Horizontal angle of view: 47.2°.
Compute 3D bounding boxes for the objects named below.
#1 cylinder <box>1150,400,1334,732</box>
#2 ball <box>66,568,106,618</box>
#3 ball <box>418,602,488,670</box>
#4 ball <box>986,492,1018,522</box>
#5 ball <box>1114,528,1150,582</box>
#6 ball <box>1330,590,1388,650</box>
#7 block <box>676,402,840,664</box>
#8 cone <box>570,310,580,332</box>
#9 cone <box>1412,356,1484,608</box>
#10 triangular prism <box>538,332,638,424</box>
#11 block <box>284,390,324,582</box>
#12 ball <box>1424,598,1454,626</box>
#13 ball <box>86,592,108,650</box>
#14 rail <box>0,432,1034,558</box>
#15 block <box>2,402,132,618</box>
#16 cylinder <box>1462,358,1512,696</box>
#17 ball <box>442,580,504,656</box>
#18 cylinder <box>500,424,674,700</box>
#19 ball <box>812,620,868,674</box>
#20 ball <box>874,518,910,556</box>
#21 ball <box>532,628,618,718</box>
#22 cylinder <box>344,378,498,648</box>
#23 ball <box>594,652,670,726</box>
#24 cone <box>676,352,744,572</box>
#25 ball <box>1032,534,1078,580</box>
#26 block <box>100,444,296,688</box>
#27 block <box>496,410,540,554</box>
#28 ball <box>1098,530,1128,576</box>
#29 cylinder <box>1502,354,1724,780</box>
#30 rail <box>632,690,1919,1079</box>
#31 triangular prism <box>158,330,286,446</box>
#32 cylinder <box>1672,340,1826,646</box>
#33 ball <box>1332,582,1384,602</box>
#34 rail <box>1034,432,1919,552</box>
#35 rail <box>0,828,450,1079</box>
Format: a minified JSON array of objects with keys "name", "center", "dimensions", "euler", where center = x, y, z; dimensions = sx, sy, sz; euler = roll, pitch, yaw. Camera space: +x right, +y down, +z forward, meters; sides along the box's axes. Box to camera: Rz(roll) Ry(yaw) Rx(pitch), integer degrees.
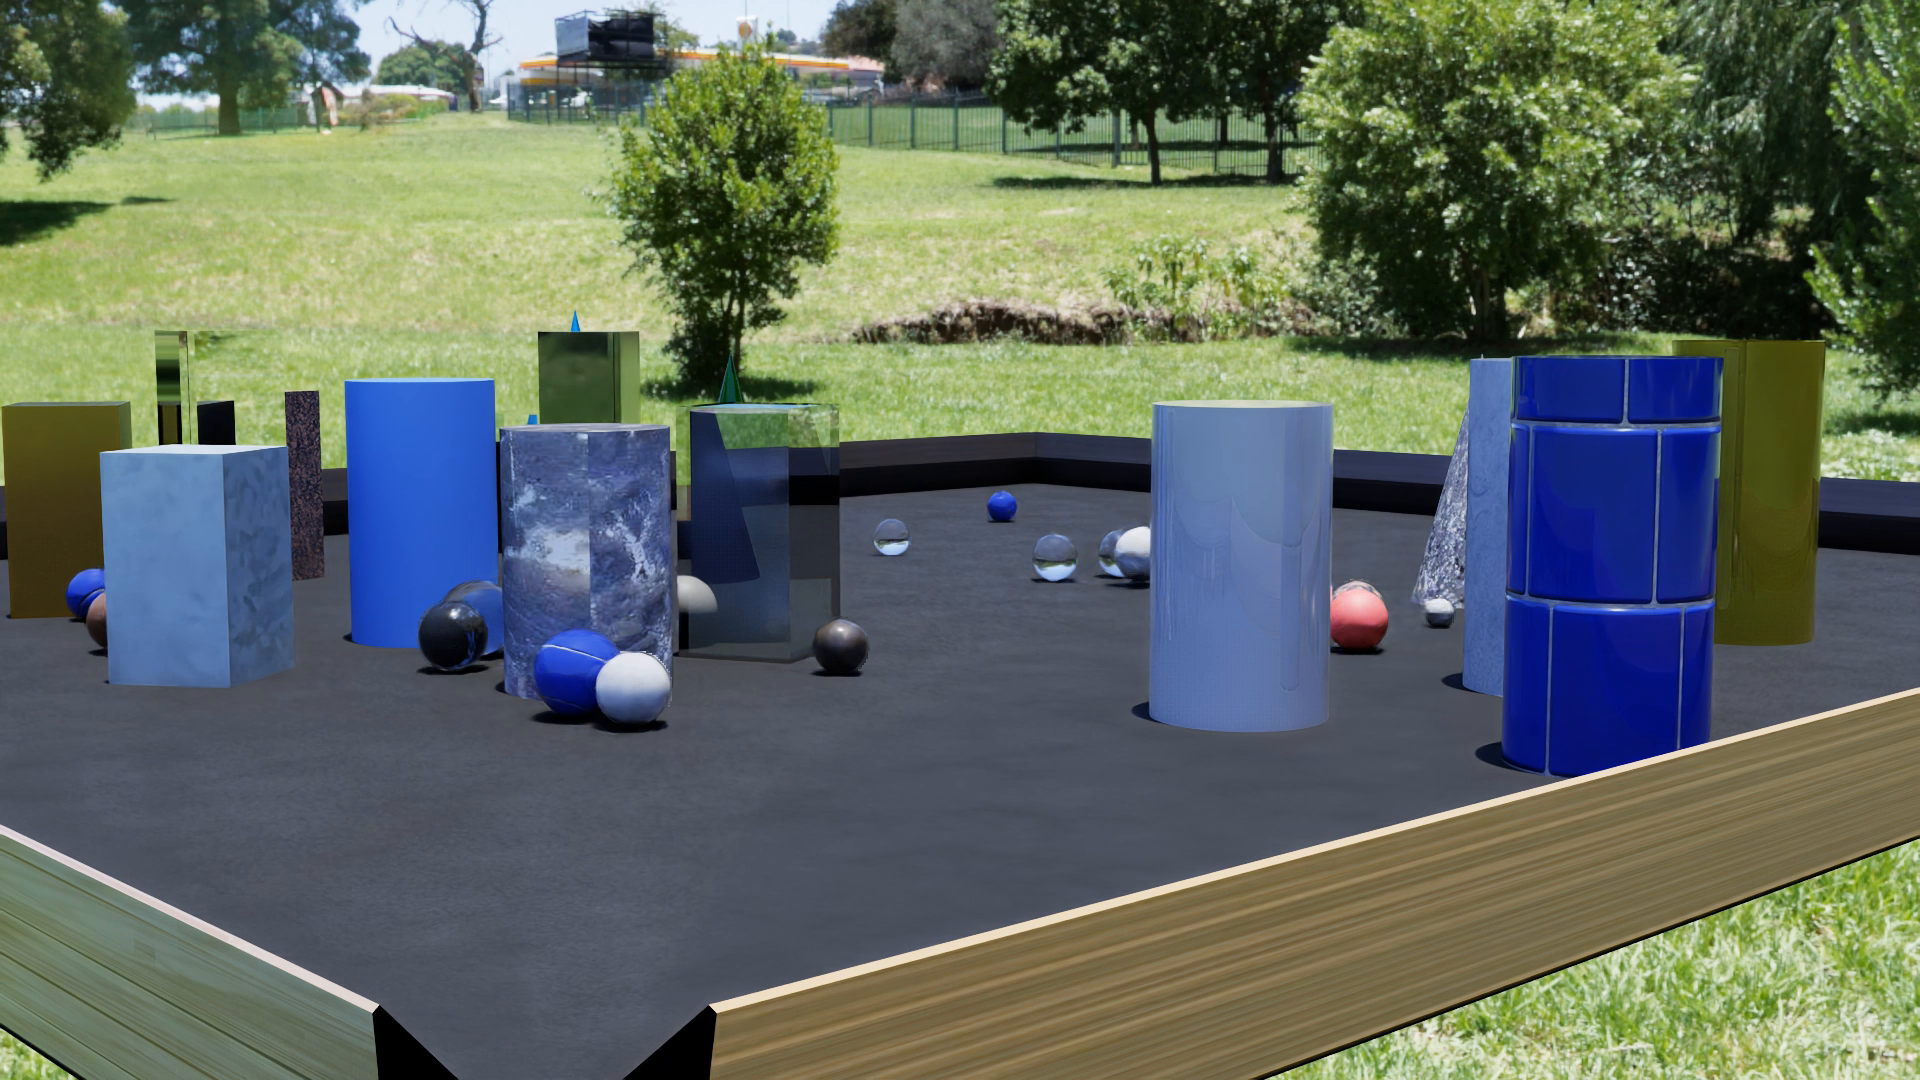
[{"name":"cylinder","center":[0.307,0.022,2.409],"dimensions":[0.197,0.344,0.197],"euler":[0,6,0]},{"name":"ball","center":[-1.249,0.078,3.171],"dimensions":[0.074,0.074,0.074],"euler":[0,6,0]},{"name":"ball","center":[-0.629,0.119,2.730],"dimensions":[0.085,0.085,0.085],"euler":[0,6,0]},{"name":"ball","center":[0.089,-0.070,4.642],"dimensions":[0.065,0.065,0.065],"euler":[0,6,0]},{"name":"ball","center":[0.295,0.023,3.568],"dimensions":[0.089,0.089,0.089],"euler":[0,6,0]},{"name":"ball","center":[0.520,0.105,2.883],"dimensions":[0.081,0.081,0.081],"euler":[0,6,0]},{"name":"block","center":[-0.261,-0.014,2.862],"dimensions":[0.158,0.323,0.158],"euler":[2,6,20]},{"name":"cone","center":[-0.753,-0.230,4.324],"dimensions":[0.197,0.447,0.197],"euler":[0,6,0]},{"name":"cone","center":[0.794,-0.095,3.363],"dimensions":[0.197,0.380,0.197],"euler":[0,6,0]},{"name":"triangular prism","center":[-0.582,-0.140,3.650],"dimensions":[0.171,0.410,0.148],"euler":[4,7,32]},{"name":"block","center":[-1.173,-0.091,3.644],"dimensions":[0.158,0.312,0.158],"euler":[4,7,32]},{"name":"ball","center":[0.677,0.102,3.106],"dimensions":[0.041,0.041,0.041],"euler":[0,6,0]},{"name":"ball","center":[-1.096,0.104,2.873],"dimensions":[0.085,0.085,0.085],"euler":[0,6,0]},{"name":"rail","center":[-1.098,-0.090,4.516],"dimensions":[3.564,0.128,0.045],"euler":[-5,8,-42]},{"name":"block","center":[-1.318,-0.048,3.264],"dimensions":[0.158,0.307,0.158],"euler":[-2,6,-14]},{"name":"cylinder","center":[0.698,-0.018,2.591],"dimensions":[0.197,0.387,0.197],"euler":[0,6,0]},{"name":"ball","center":[-0.624,0.100,2.842],"dimensions":[0.099,0.099,0.099],"euler":[0,6,0]},{"name":"cylinder","center":[-0.439,0.021,2.592],"dimensions":[0.197,0.308,0.197],"euler":[0,6,0]},{"name":"ball","center":[-0.147,0.131,2.702],"dimensions":[0.067,0.067,0.067],"euler":[0,6,0]},{"name":"ball","center":[-0.123,-0.005,4.001],"dimensions":[0.068,0.068,0.068],"euler":[0,6,0]},{"name":"ball","center":[-0.419,0.146,2.413],"dimensions":[0.097,0.097,0.097],"euler":[0,6,0]},{"name":"cylinder","center":[-0.729,-0.042,2.989],"dimensions":[0.197,0.351,0.197],"euler":[0,6,0]},{"name":"ball","center":[-0.351,0.160,2.359],"dimensions":[0.080,0.080,0.080],"euler":[0,6,0]},{"name":"cone","center":[-0.392,-0.136,3.773],"dimensions":[0.197,0.375,0.197],"euler":[0,6,0]},{"name":"ball","center":[0.157,0.028,3.631],"dimensions":[0.078,0.078,0.078],"euler":[0,6,0]},{"name":"block","center":[-0.925,0.028,2.676],"dimensions":[0.158,0.277,0.158],"euler":[1,6,11]},{"name":"block","center":[-0.791,-0.110,4.091],"dimensions":[0.158,0.257,0.158],"euler":[4,7,30]},{"name":"ball","center":[0.269,0.022,3.684],"dimensions":[0.079,0.079,0.079],"euler":[0,6,0]},{"name":"cylinder","center":[0.636,0.021,2.152],"dimensions":[0.197,0.399,0.197],"euler":[0,6,0]},{"name":"rail","center":[1.098,0.157,2.148],"dimensions":[3.564,0.128,0.045],"euler":[-5,8,-42]},{"name":"triangular prism","center":[-0.989,-0.075,2.988],"dimensions":[0.148,0.418,0.171],"euler":[-3,7,-30]},{"name":"cylinder","center":[1.070,-0.070,3.006],"dimensions":[0.197,0.403,0.197],"euler":[0,6,0]},{"name":"ball","center":[0.543,0.094,3.012],"dimensions":[0.075,0.075,0.075],"euler":[0,6,0]},{"name":"rail","center":[1.292,-0.090,4.518],"dimensions":[0.045,0.128,3.287],"euler":[-5,8,-42]},{"name":"rail","center":[-1.292,0.157,2.146],"dimensions":[0.045,0.128,3.287],"euler":[-5,8,-42]}]
